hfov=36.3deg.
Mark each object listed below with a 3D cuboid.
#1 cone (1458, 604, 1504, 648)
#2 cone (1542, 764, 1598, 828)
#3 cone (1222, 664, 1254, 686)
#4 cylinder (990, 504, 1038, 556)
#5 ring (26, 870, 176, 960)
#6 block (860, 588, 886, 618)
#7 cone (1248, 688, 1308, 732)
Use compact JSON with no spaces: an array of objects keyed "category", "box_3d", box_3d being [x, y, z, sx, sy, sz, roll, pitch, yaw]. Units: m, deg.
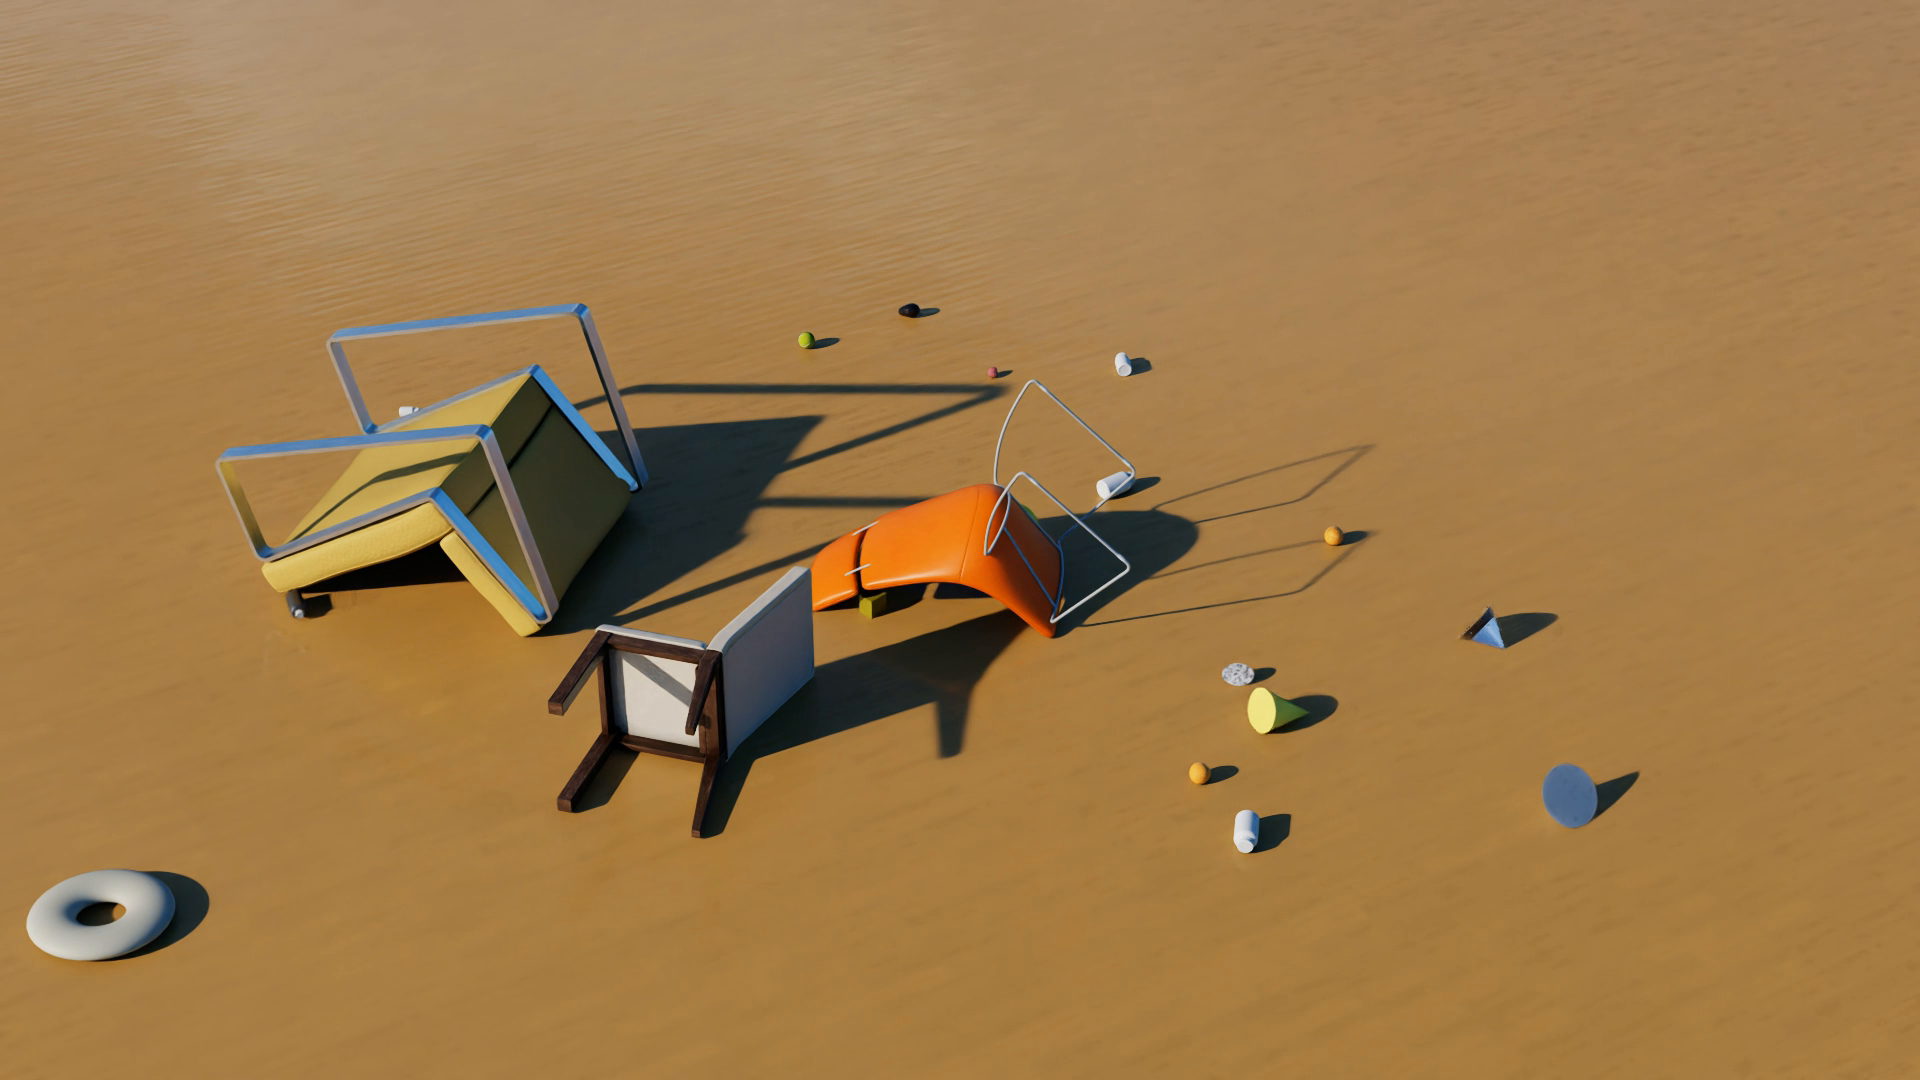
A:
[{"category":"cone","box_3d":[1.873,0.336,10.364,0.145,0.168,0.198,43,2,4]},{"category":"cone","box_3d":[1.960,0.846,9.590,0.218,0.212,0.115,-18,-6,-28]},{"category":"cone","box_3d":[0.968,0.468,10.205,0.111,0.078,0.054,1,-2,5]},{"category":"cylinder","box_3d":[0.202,-0.040,10.877,0.129,0.147,0.136,-22,17,39]},{"category":"ring","box_3d":[-2.669,1.163,9.114,0.451,0.073,0.417,-4,33,-7]},{"category":"block","box_3d":[-0.313,0.225,10.535,0.063,0.074,0.075,28,42,35]},{"category":"cone","box_3d":[1.111,0.584,9.995,0.205,0.144,0.164,5,43,-31]}]
